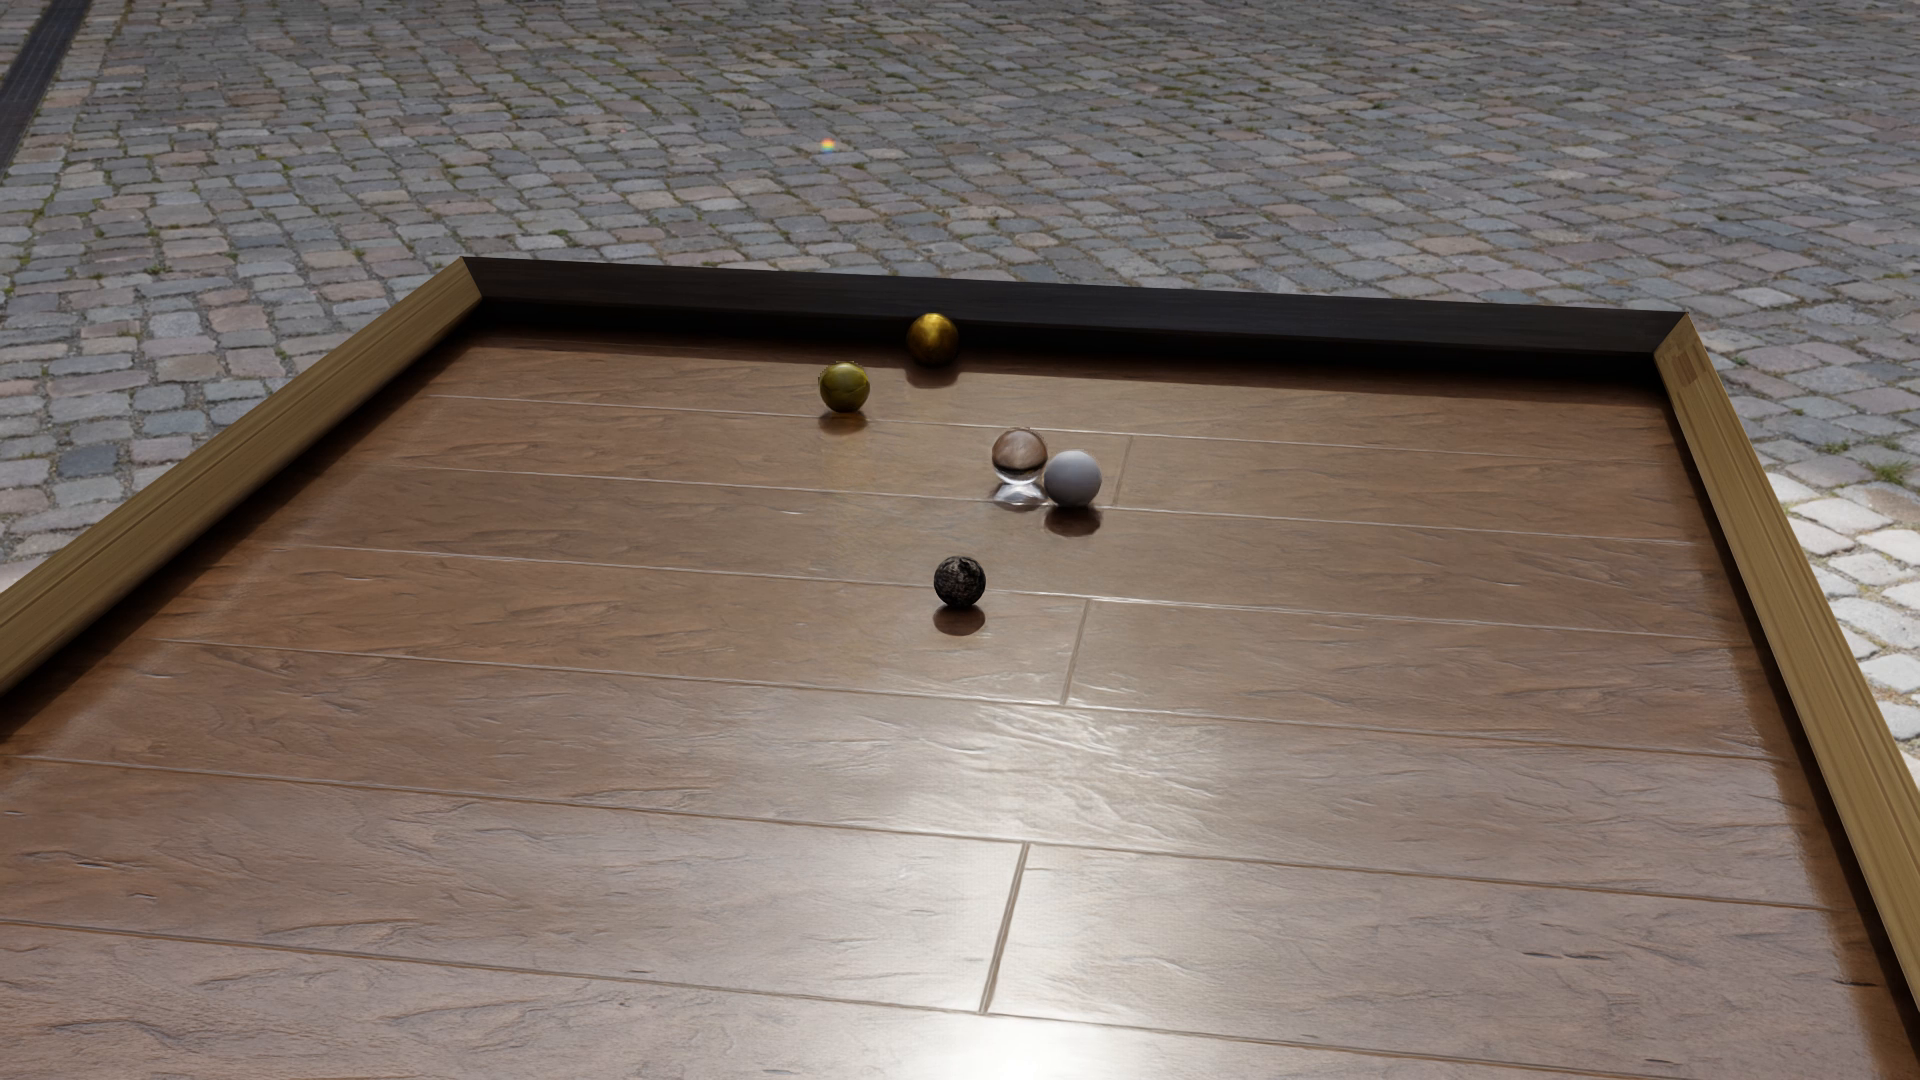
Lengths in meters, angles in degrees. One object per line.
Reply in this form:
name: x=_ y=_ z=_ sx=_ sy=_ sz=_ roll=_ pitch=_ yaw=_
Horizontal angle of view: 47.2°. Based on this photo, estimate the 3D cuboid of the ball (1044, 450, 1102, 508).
ball: x=0.129 y=-0.070 z=2.525 sx=0.067 sy=0.067 sz=0.067 roll=0 pitch=23 yaw=0

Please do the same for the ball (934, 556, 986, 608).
ball: x=0.000 y=0.043 z=2.275 sx=0.054 sy=0.054 sz=0.054 roll=0 pitch=23 yaw=0

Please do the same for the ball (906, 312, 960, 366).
ball: x=-0.037 y=-0.272 z=2.995 sx=0.073 sy=0.073 sz=0.073 roll=0 pitch=23 yaw=0

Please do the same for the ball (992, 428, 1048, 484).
ball: x=0.070 y=-0.098 z=2.592 sx=0.066 sy=0.066 sz=0.066 roll=0 pitch=23 yaw=0

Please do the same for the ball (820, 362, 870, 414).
ball: x=-0.148 y=-0.195 z=2.823 sx=0.065 sy=0.065 sz=0.065 roll=0 pitch=23 yaw=0

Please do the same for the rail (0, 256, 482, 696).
rail: x=-0.942 y=0.229 z=1.781 sx=0.045 sy=0.095 sz=3.077 roll=4 pitch=23 yaw=8

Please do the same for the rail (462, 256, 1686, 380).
rail: x=0.119 y=-0.303 z=3.036 sx=1.706 sy=0.095 sz=0.045 roll=4 pitch=23 yaw=8

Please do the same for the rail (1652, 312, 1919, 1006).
rail: x=0.696 y=0.333 z=1.537 sx=0.045 sy=0.095 sz=3.077 roll=4 pitch=23 yaw=8
